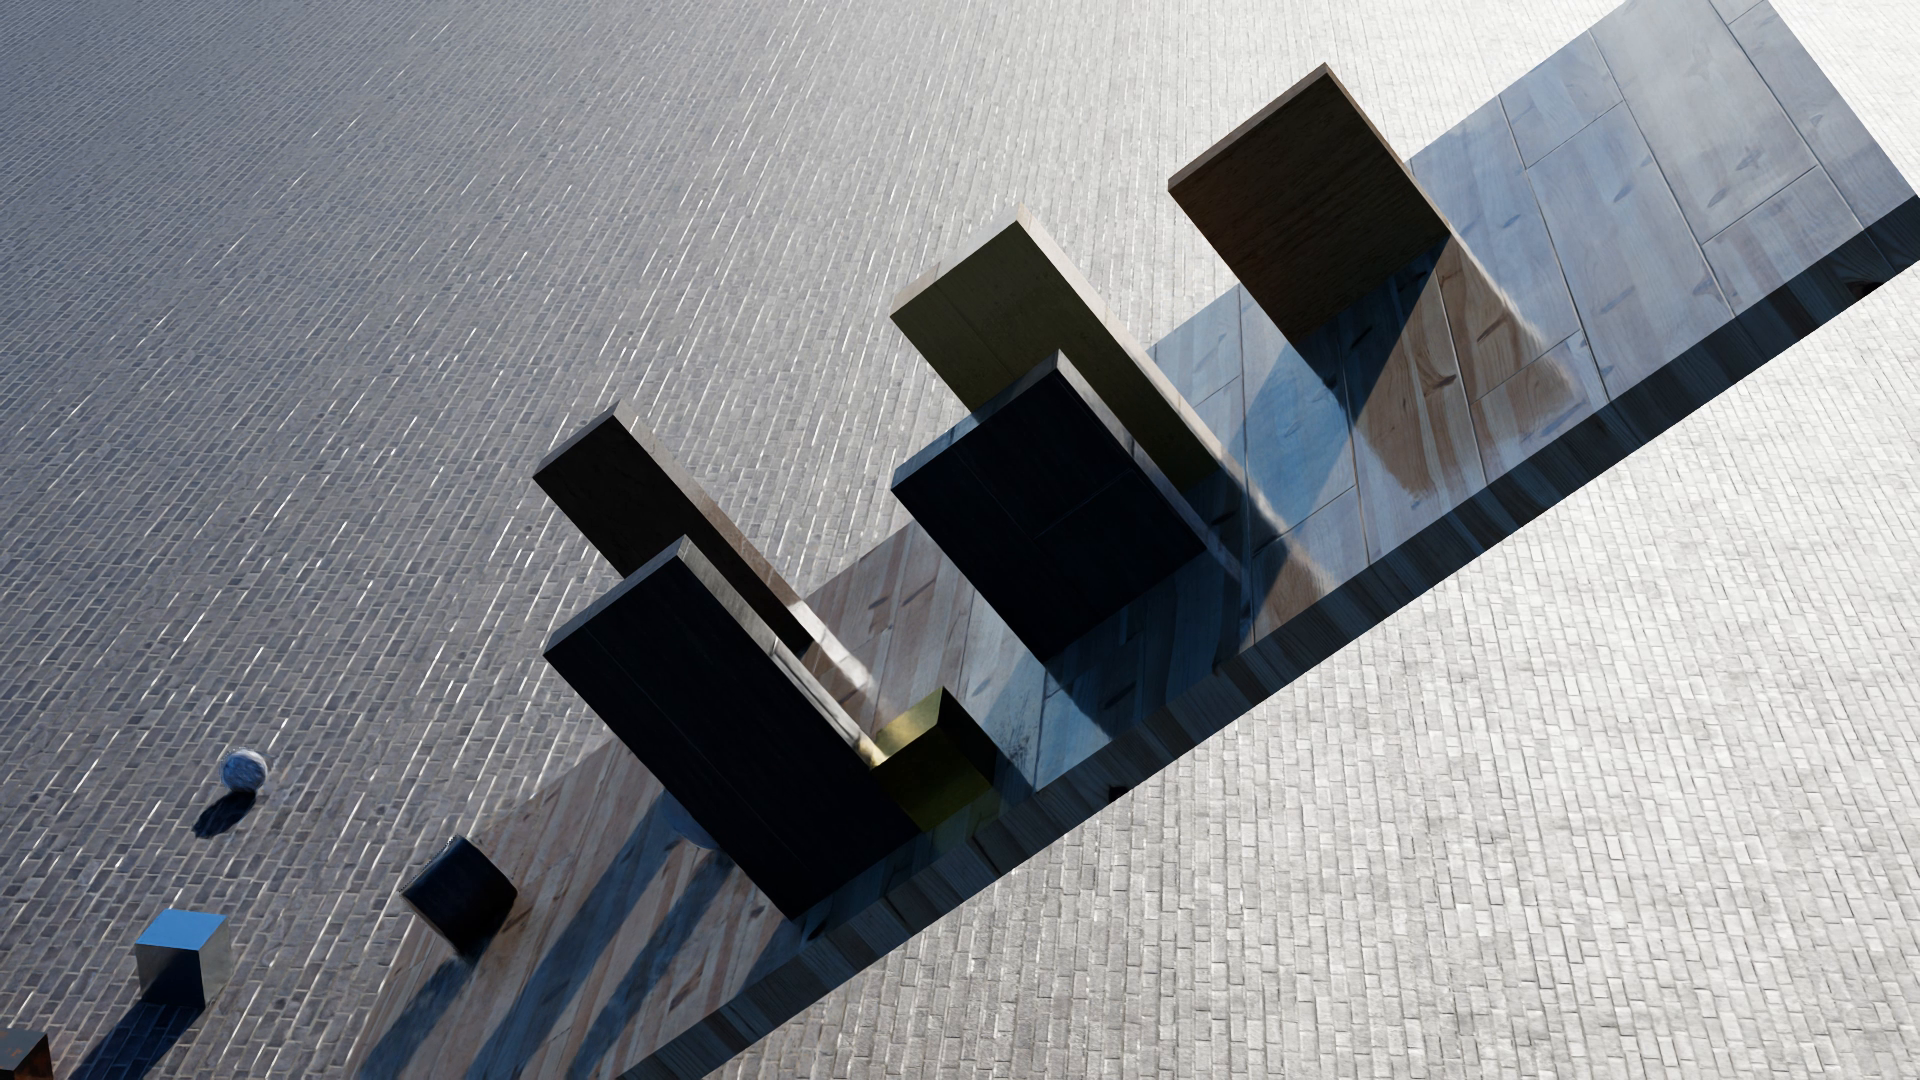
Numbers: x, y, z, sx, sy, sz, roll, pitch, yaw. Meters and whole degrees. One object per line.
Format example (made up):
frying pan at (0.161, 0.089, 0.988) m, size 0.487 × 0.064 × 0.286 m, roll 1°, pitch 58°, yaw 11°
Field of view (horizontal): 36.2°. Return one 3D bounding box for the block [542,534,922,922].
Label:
block at (-0.421, 0.364, 5.599) m, size 0.339 × 0.720 × 0.096 m, roll -36°, pitch 16°, yaw 18°

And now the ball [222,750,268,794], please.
ball at (-2.030, 0.659, 8.351) m, size 0.125 × 0.125 × 0.125 m, roll 0°, pitch 24°, yaw 0°

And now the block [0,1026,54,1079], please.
block at (-2.253, 1.263, 6.924) m, size 0.162 × 0.162 × 0.162 m, roll 5°, pitch 24°, yaw 11°

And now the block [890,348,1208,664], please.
block at (0.178, -0.062, 5.803) m, size 0.417 × 0.475 × 0.108 m, roll -36°, pitch 16°, yaw 18°

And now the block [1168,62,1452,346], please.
block at (0.747, -0.715, 6.295) m, size 0.418 × 0.444 × 0.091 m, roll -36°, pitch 16°, yaw 18°

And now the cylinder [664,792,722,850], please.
cylinder at (-0.522, 0.546, 6.355) m, size 0.175 × 0.175 × 0.175 m, roll 12°, pitch 44°, yaw 25°

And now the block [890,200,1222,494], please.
block at (0.202, -0.330, 6.101) m, size 0.334 × 0.675 × 0.135 m, roll -36°, pitch 16°, yaw 18°

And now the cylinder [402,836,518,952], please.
cylinder at (-1.207, 0.853, 7.092) m, size 0.196 × 0.196 × 0.196 m, roll -45°, pitch 41°, yaw -16°

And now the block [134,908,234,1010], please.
block at (-1.949, 1.052, 7.396) m, size 0.171 × 0.171 × 0.171 m, roll 5°, pitch 24°, yaw 11°

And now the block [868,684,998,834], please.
block at (-0.050, 0.418, 5.612) m, size 0.167 × 0.167 × 0.167 m, roll -36°, pitch 16°, yaw 17°

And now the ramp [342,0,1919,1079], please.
ramp at (0.121, 0.185, 6.339) m, size 4.000 × 0.100 × 2.000 m, roll -36°, pitch 16°, yaw 18°

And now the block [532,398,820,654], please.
block at (-0.681, 0.024, 7.104) m, size 0.263 × 0.735 × 0.109 m, roll -36°, pitch 16°, yaw 18°
